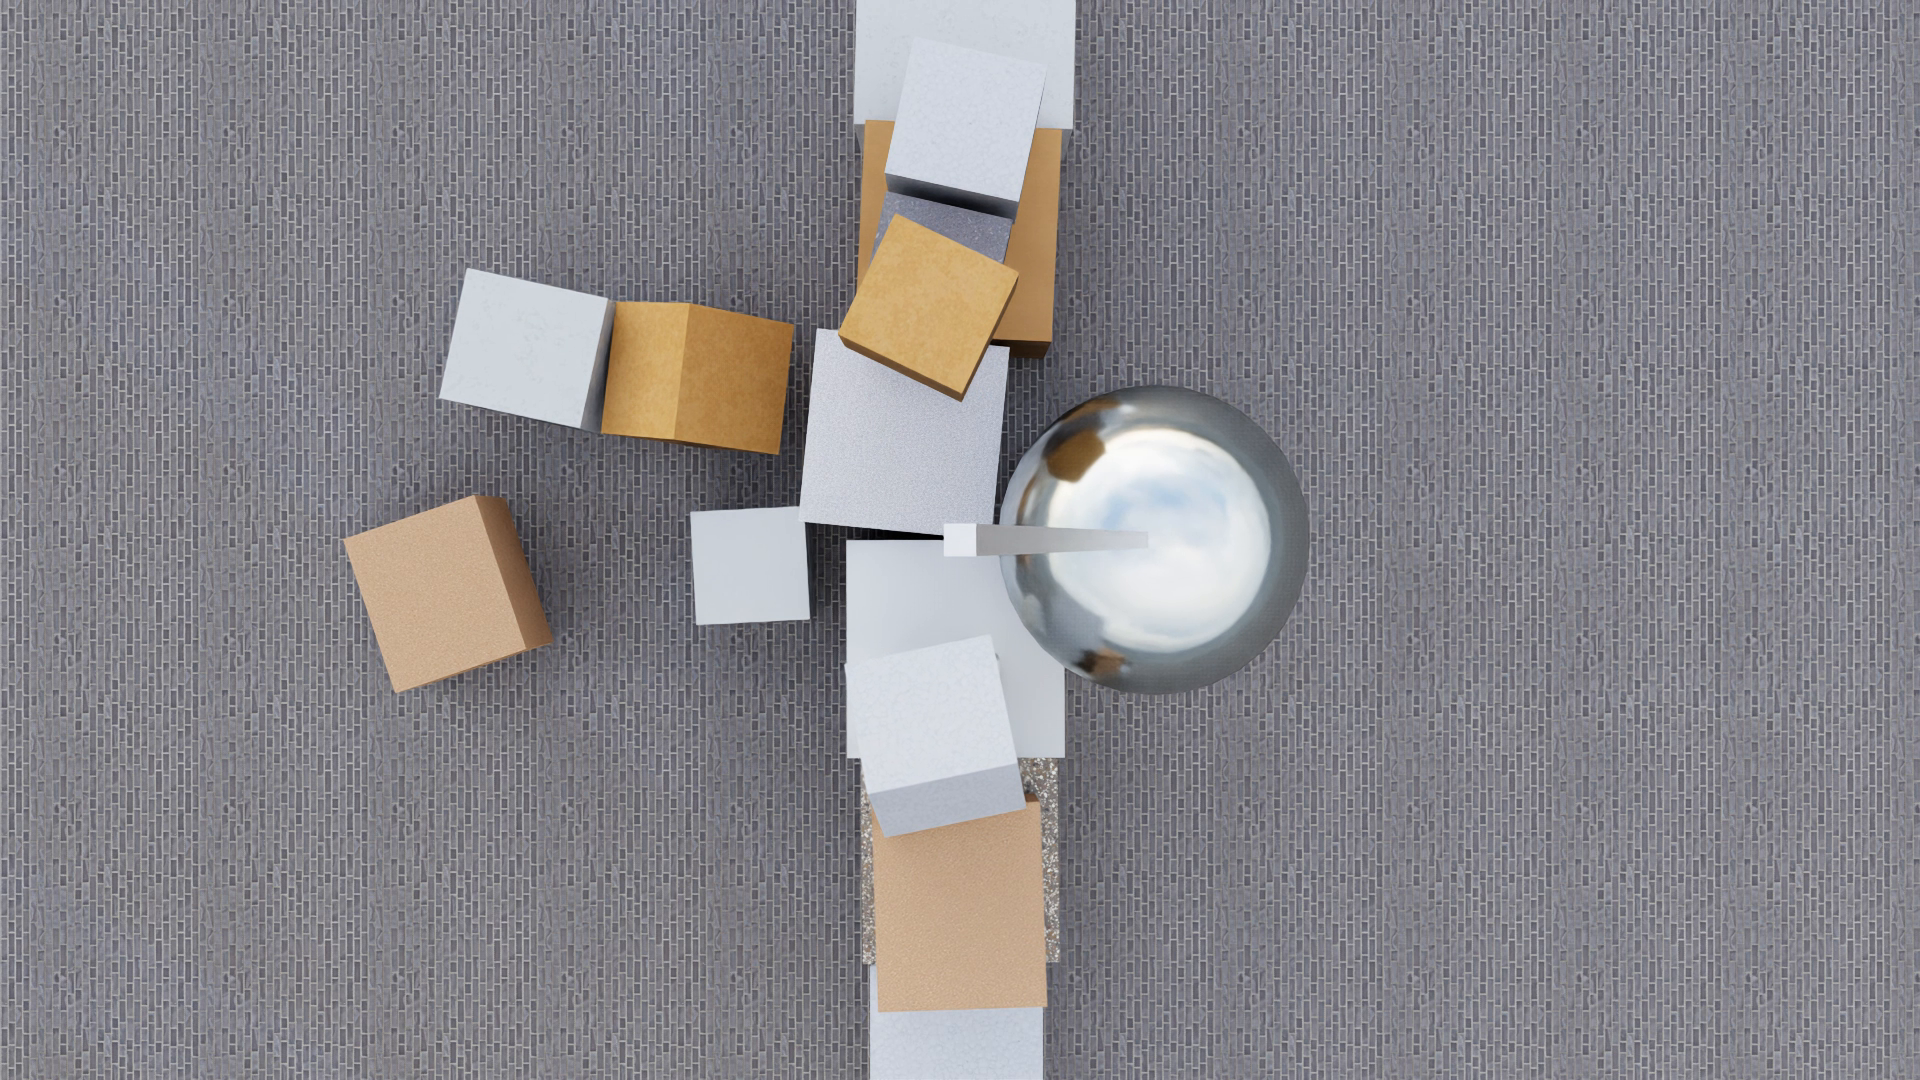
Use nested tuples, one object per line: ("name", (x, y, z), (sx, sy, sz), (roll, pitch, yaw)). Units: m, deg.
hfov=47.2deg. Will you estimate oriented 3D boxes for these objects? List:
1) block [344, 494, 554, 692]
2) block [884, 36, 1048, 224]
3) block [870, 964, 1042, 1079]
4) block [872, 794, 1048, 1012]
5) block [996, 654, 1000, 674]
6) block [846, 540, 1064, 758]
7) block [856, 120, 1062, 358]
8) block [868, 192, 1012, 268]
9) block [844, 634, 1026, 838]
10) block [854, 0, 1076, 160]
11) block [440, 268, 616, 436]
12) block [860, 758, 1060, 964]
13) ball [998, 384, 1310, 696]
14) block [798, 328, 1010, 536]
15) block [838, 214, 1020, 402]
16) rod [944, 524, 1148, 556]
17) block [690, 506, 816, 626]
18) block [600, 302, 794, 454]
("block", (-2.906, 0.299, 12.582), (0.765, 0.836, 0.900), (-19, 90, 0))
("block", (0.032, -2.116, 11.463), (0.690, 0.817, 0.700), (12, 90, 0))
("block", (-0.019, 2.874, 12.472), (0.937, 1.056, 1.118), (0, 90, 0))
("block", (-0.003, 1.879, 11.528), (0.852, 0.886, 1.025), (-2, 86, 0))
("block", (-0.091, 0.991, 11.666), (0.618, 0.660, 0.727), (-2, 90, 0))
("block", (-0.024, 0.594, 12.498), (1.186, 1.004, 1.188), (0, 90, 0))
("block", (-0.009, -1.671, 12.436), (1.063, 1.128, 1.147), (3, 90, 0))
("block", (-0.126, -1.387, 11.531), (0.661, 0.683, 0.647), (13, 90, 0))
("block", (-0.114, 0.977, 10.872), (0.728, 0.709, 0.675), (-12, 65, 0))
("block", (0.032, -2.855, 12.501), (1.195, 0.998, 1.194), (1, 90, 0))
("block", (-2.410, -1.060, 12.571), (0.795, 0.858, 0.734), (12, 90, 0))
("block", (0.001, 1.752, 12.502), (1.073, 0.996, 1.117), (-1, 90, 0))
("ball", (0.993, 0.000, 11.319), (1.600, 1.600, 1.600), (0, 90, 0))
("block", (-0.303, -0.572, 12.448), (1.047, 1.105, 1.047), (6, 90, 0))
("block", (-0.150, -1.130, 10.840), (0.658, 0.698, 0.640), (26, 90, 0))
("rod", (0.430, 0.000, 7.966), (0.080, 5.200, 0.080), (0, 90, 10))
("block", (-1.186, 0.144, 12.714), (0.643, 0.573, 0.640), (-3, 90, 0))
("block", (-1.489, -0.917, 12.496), (0.643, 0.779, 0.749), (7, 90, 43))
